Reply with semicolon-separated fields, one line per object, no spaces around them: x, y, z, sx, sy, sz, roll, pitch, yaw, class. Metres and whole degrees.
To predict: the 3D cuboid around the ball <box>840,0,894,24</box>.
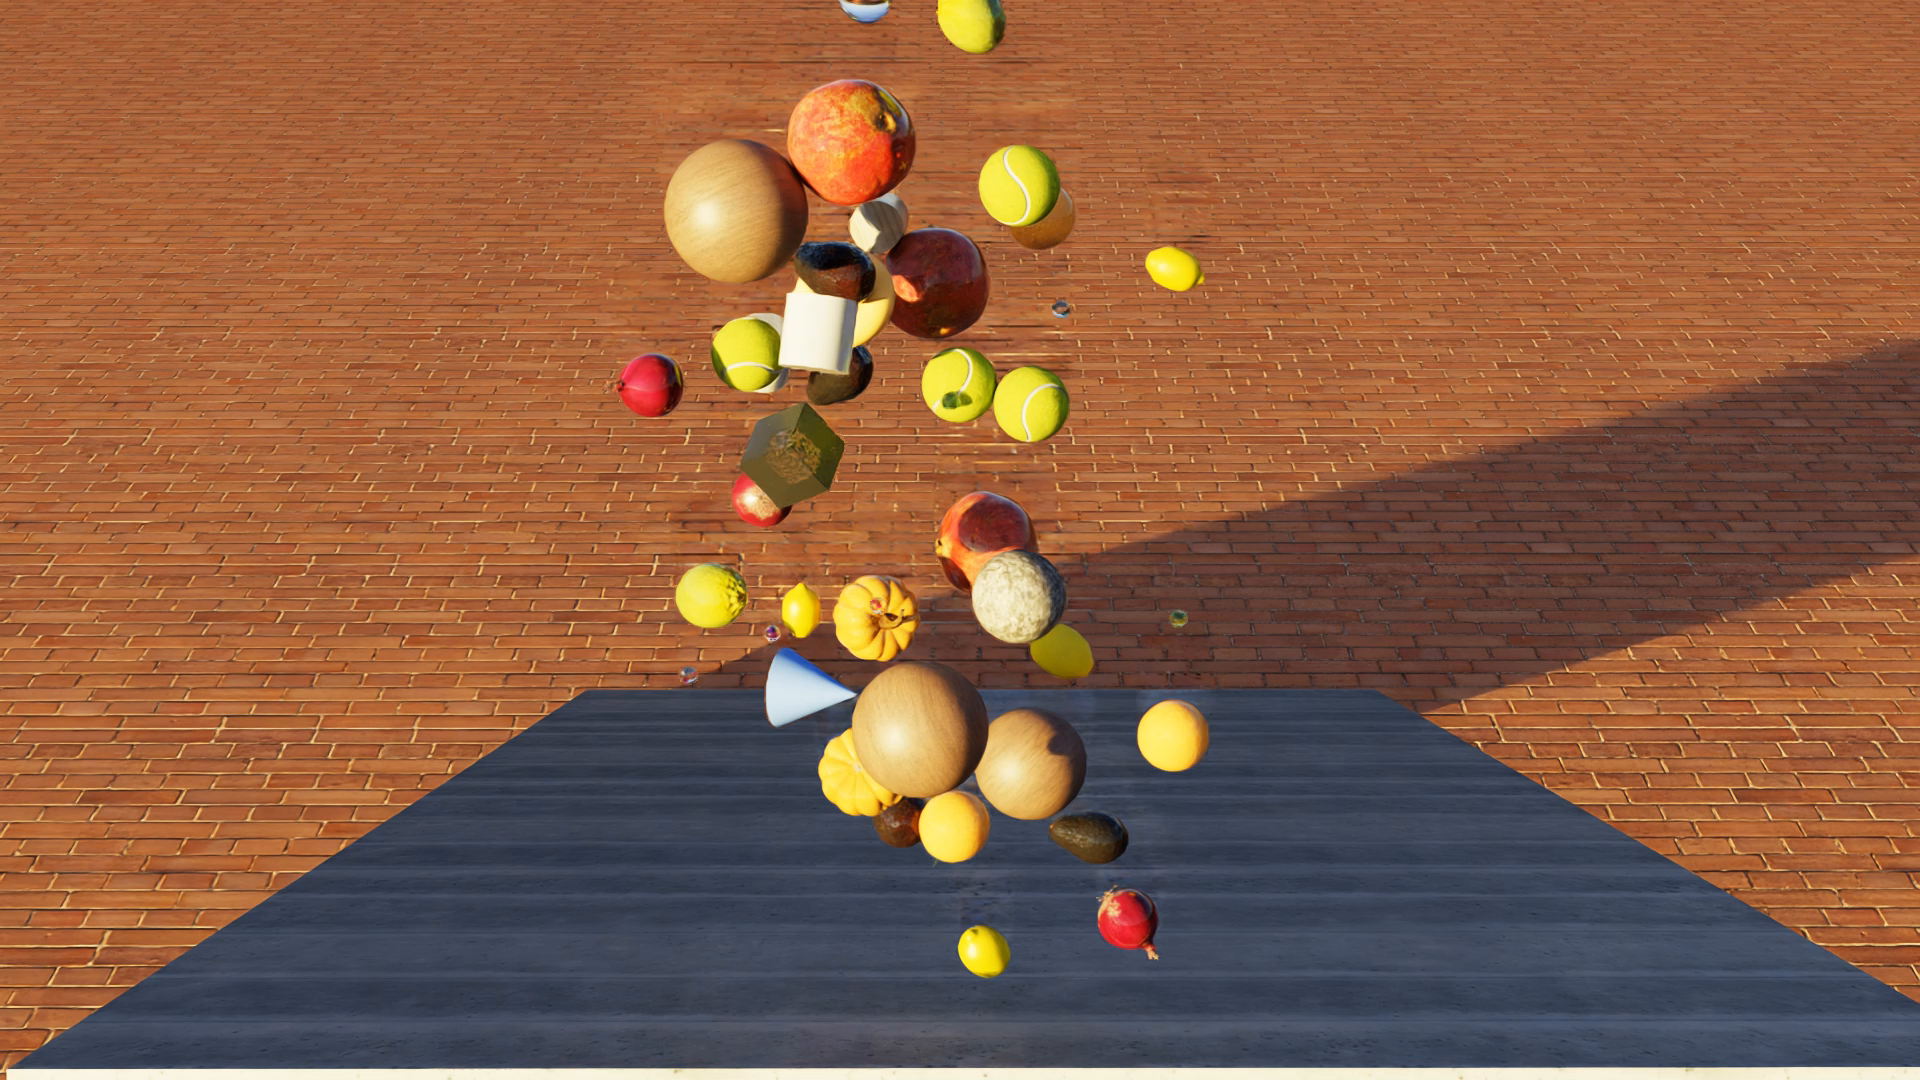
-0.086;-0.500;2.363;0.050;0.050;0.050;0;24;0;ball

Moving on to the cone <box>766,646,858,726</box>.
-0.156;0.168;2.868;0.090;0.090;0.090;5;24;19;cone

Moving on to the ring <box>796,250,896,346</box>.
-0.111;-0.231;2.465;0.100;0.100;0.033;6;-14;14;ring

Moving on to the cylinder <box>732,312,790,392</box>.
-0.206;-0.197;2.713;0.060;0.060;0.060;9;42;-8;cylinder

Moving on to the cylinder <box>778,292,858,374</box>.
-0.124;-0.181;2.259;0.063;0.063;0.063;7;0;0;cylinder

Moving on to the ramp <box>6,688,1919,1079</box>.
0.055;0.501;4.547;2.000;0.100;4.000;0;2;0;ramp

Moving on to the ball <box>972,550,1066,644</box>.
0.055;0.053;2.411;0.088;0.088;0.088;0;24;0;ball

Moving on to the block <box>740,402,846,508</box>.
-0.152;-0.077;2.336;0.060;0.060;0.060;-19;37;35;block
